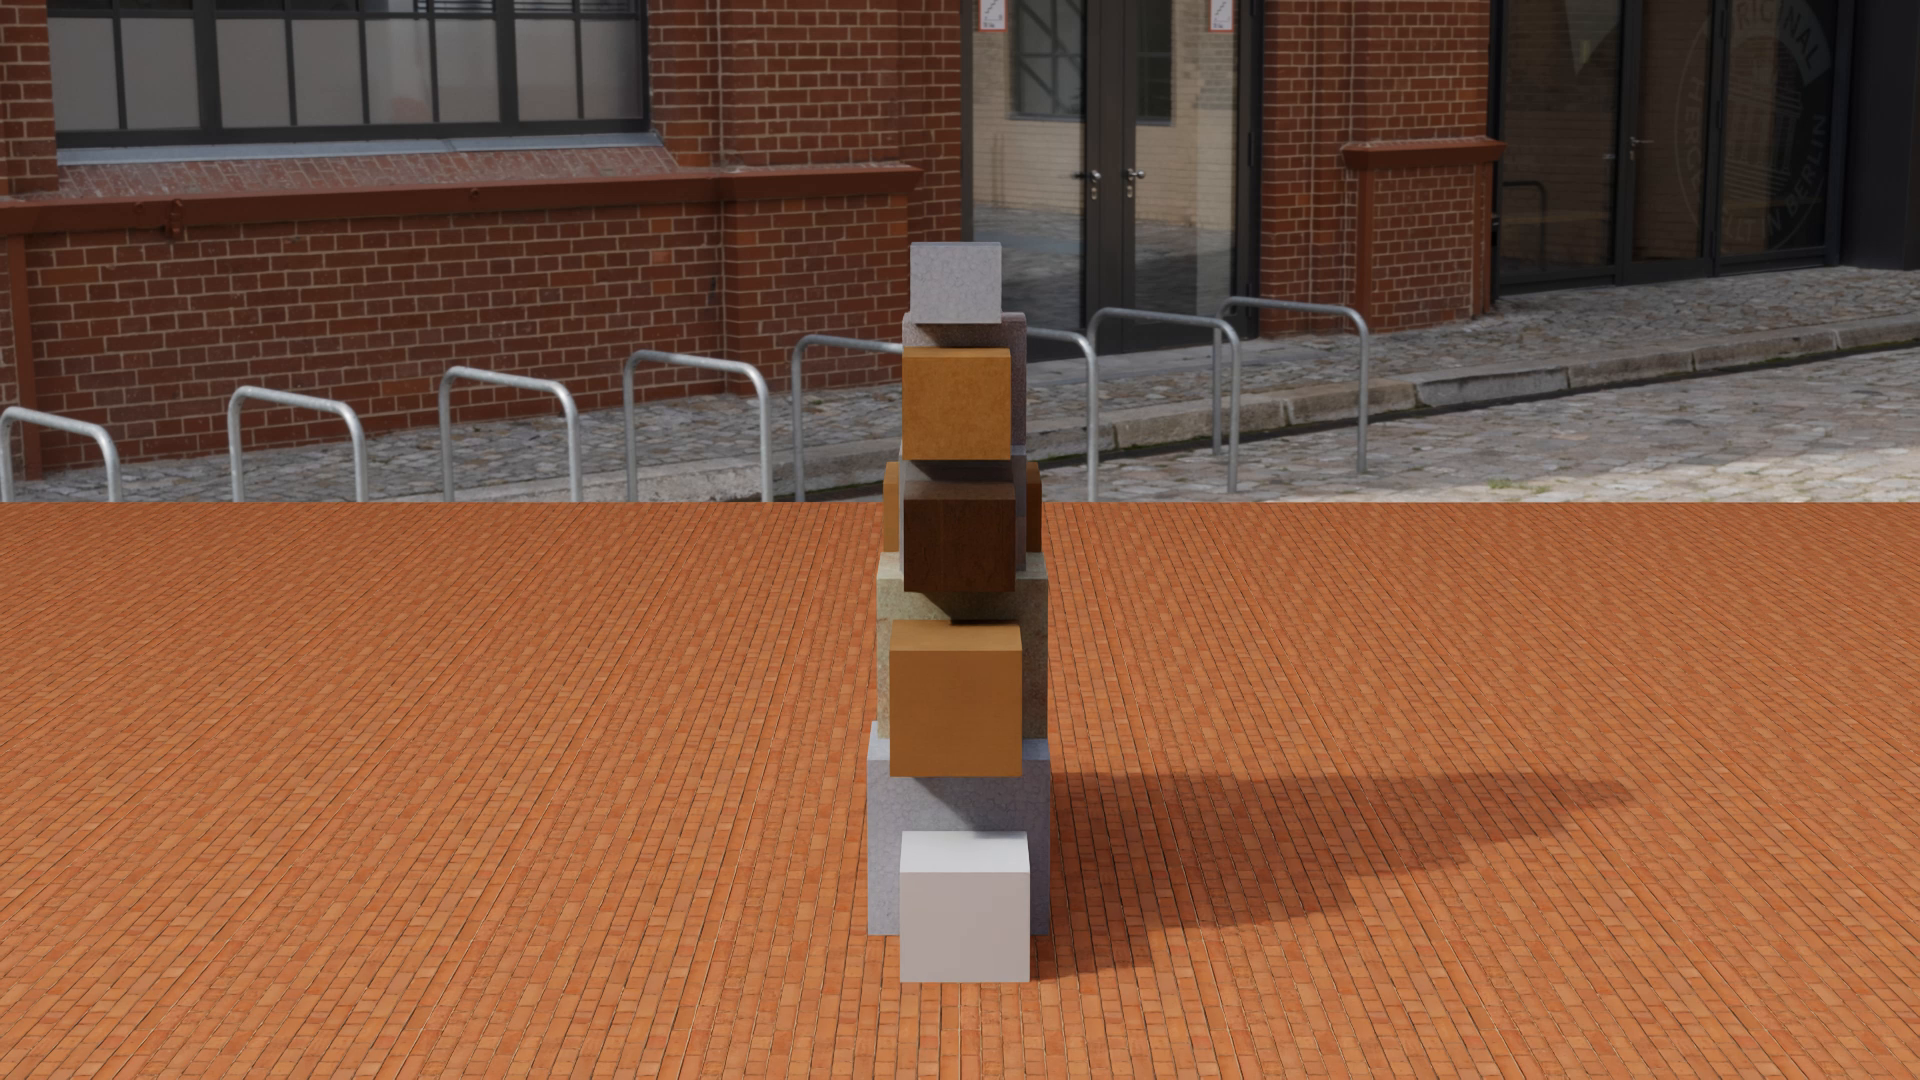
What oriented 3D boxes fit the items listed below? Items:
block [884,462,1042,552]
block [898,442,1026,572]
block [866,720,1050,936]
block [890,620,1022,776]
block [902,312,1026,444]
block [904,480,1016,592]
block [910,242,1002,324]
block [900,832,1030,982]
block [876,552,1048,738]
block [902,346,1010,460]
[{"bbox_3d":[0.011,-0.026,11.607,0.696,0.565,0.649,0,10,0],"label":"block"},{"bbox_3d":[0.012,-0.151,11.019,0.535,0.495,0.453,0,10,0],"label":"block"},{"bbox_3d":[-0.005,1.207,10.840,0.749,0.747,0.637,0,10,0],"label":"block"},{"bbox_3d":[-0.017,0.637,10.449,0.524,0.514,0.583,0,10,0],"label":"block"},{"bbox_3d":[0.019,-0.717,11.291,0.532,0.531,0.541,0,9,0],"label":"block"},{"bbox_3d":[-0.002,-0.020,10.599,0.454,0.387,0.376,0,14,0],"label":"block"},{"bbox_3d":[-0.017,-1.104,11.003,0.383,0.324,0.383,0,9,0],"label":"block"},{"bbox_3d":[0.019,1.462,10.273,0.507,0.449,0.550,0,10,0],"label":"block"},{"bbox_3d":[0.010,0.444,11.038,0.715,0.683,0.622,0,10,0],"label":"block"},{"bbox_3d":[-0.014,-0.580,10.803,0.447,0.426,0.439,0,10,0],"label":"block"}]
